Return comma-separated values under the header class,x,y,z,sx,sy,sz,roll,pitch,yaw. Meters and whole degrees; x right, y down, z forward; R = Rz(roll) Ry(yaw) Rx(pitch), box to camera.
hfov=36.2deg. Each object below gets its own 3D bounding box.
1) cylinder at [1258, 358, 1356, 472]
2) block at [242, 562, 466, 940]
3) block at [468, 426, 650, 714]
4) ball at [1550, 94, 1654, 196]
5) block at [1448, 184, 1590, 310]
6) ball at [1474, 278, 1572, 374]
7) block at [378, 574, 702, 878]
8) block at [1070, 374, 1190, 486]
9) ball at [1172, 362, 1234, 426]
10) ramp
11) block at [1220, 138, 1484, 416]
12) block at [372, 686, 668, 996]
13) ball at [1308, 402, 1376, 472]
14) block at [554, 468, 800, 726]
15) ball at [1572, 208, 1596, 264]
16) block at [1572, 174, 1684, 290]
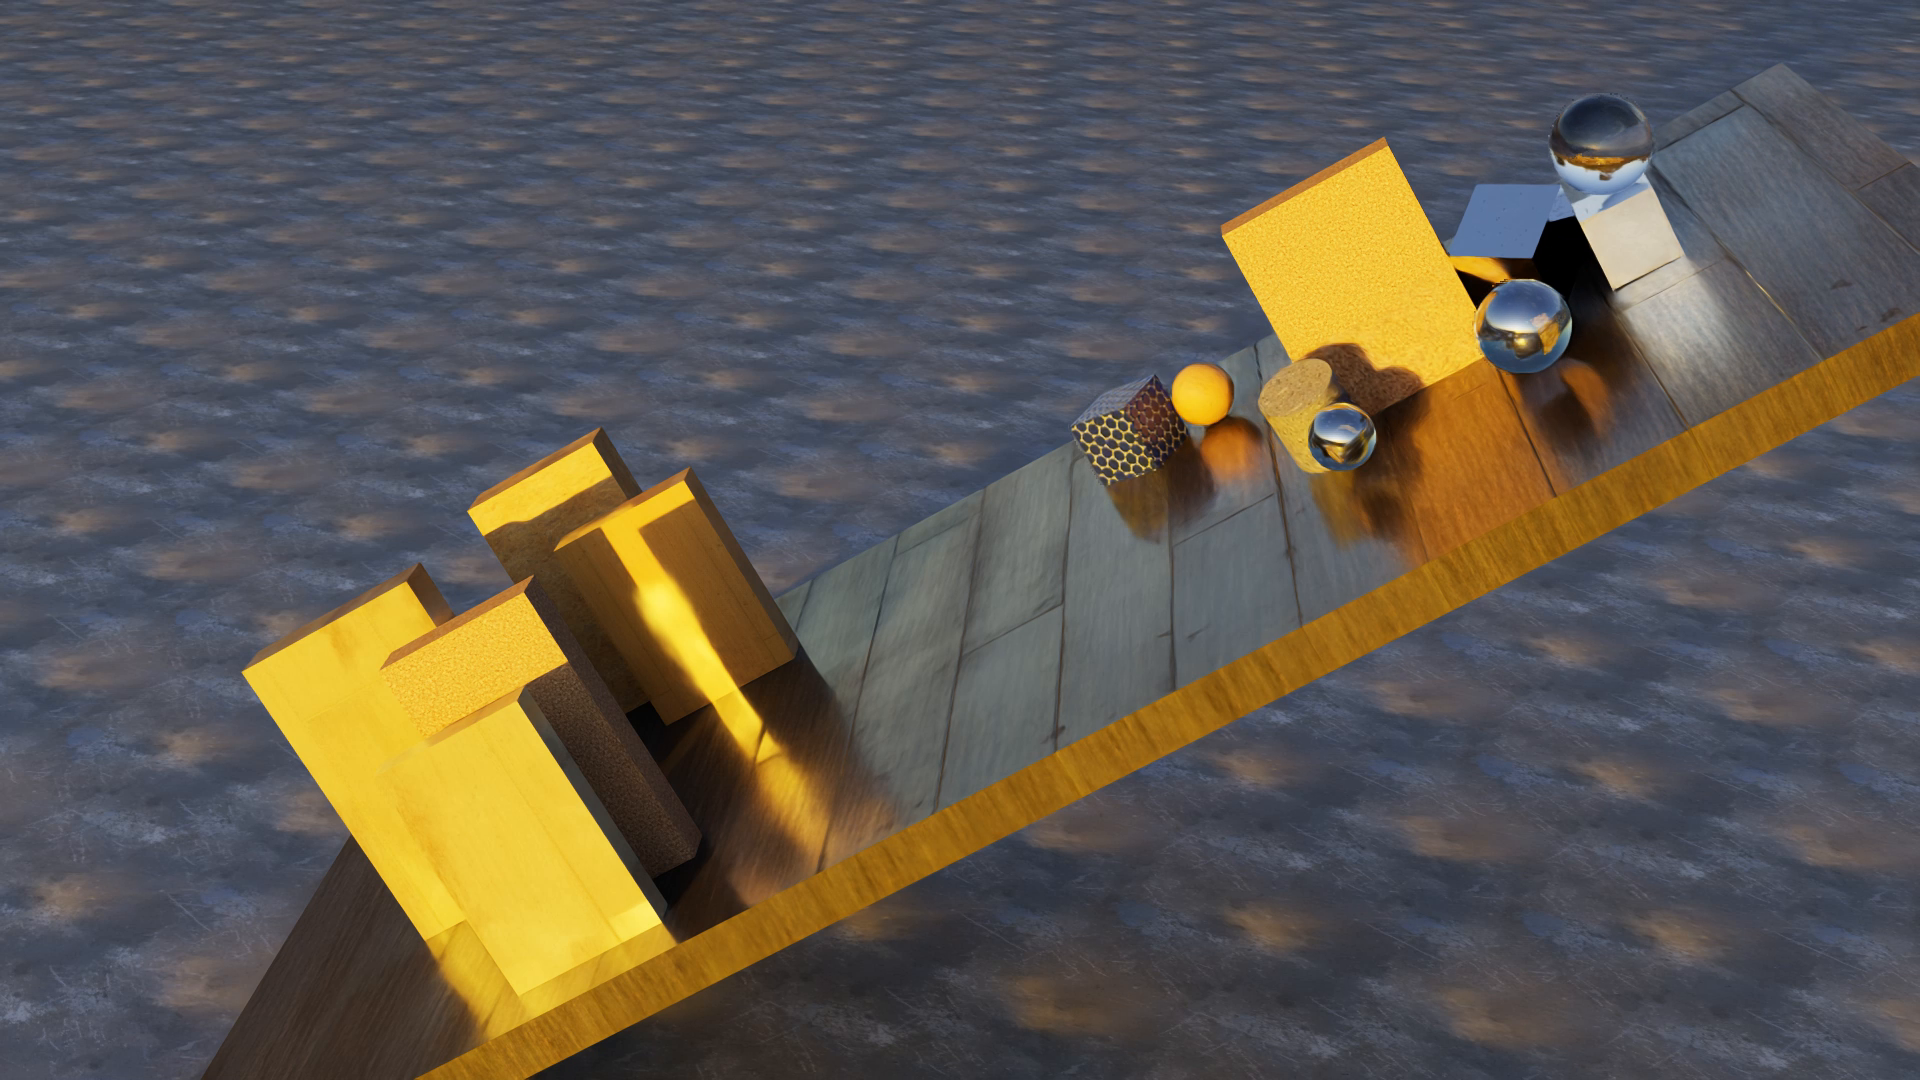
class,x,y,z,sx,sy,sz,roll,pitch,yaw
cylinder,0.711,-0.250,5.917,0.163,0.163,0.163,-25,35,19
block,-1.149,0.456,6.285,0.418,0.708,0.125,-28,15,12
block,-0.862,0.088,7.116,0.353,0.623,0.134,-28,15,12
ball,1.296,-0.798,5.944,0.205,0.205,0.205,0,18,0
block,1.139,-0.591,5.991,0.187,0.187,0.187,6,60,37
ball,1.099,-0.417,5.737,0.187,0.187,0.187,0,18,0
block,-0.834,0.429,5.879,0.342,0.639,0.107,-28,15,12
block,0.385,-0.248,6.660,0.162,0.162,0.162,-18,19,41
ball,0.549,-0.330,6.644,0.143,0.143,0.143,0,18,0
ramp,0.142,0.168,6.284,4.000,0.100,2.000,-28,15,12
block,0.819,-0.519,6.045,0.377,0.483,0.100,-28,15,12
block,-0.840,0.579,5.632,0.329,0.518,0.080,-28,15,12
ball,0.748,-0.201,5.763,0.135,0.135,0.135,0,18,0
block,-0.652,0.132,6.810,0.351,0.491,0.110,-28,15,12
ball,1.300,-0.641,6.218,0.120,0.120,0.120,0,18,0
block,1.359,-0.632,5.989,0.158,0.158,0.158,-26,15,14
